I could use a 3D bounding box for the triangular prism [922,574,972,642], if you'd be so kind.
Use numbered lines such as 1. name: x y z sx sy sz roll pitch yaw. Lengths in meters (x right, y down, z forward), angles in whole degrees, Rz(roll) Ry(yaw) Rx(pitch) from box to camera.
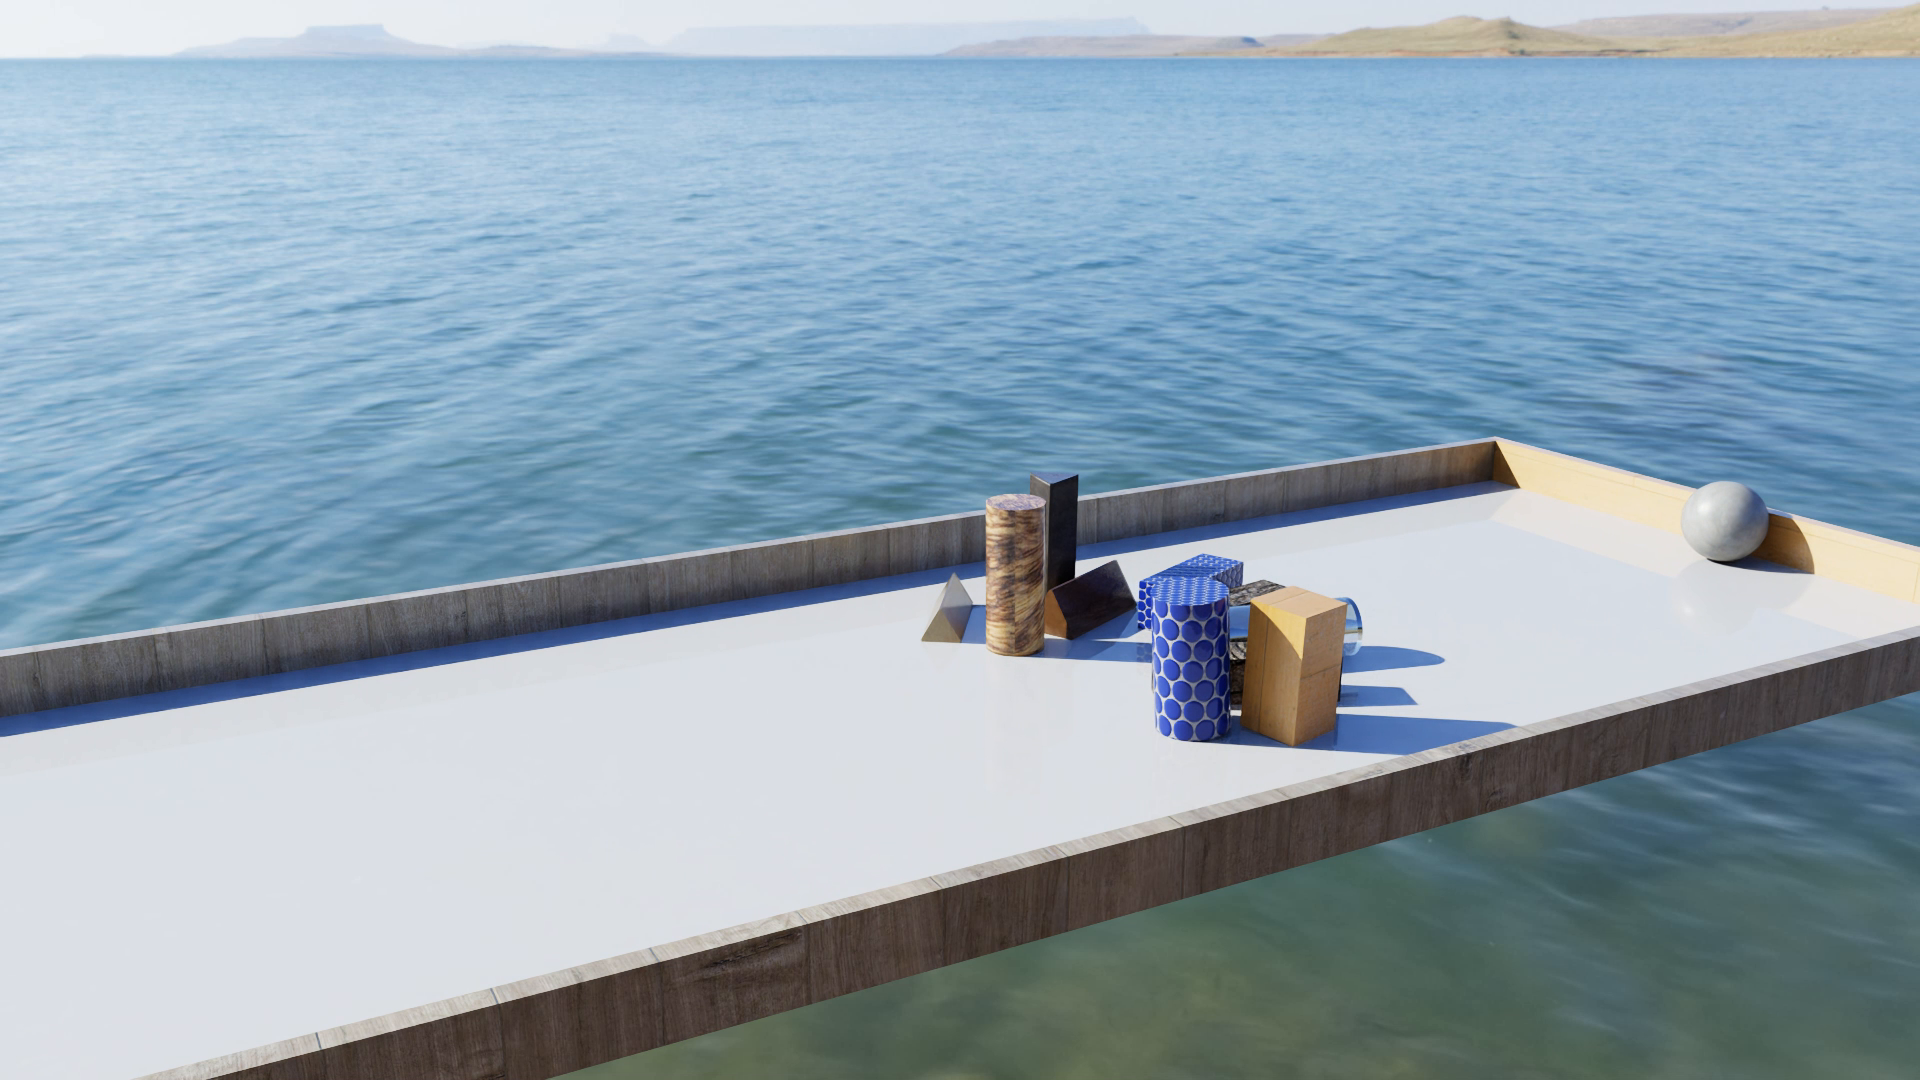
1. triangular prism: -0.034 0.182 4.564 0.105 0.091 0.328 1 16 6

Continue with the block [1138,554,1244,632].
1. block: 0.646 0.152 4.599 0.135 0.135 0.335 13 21 37

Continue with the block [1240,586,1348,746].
1. block: 0.769 0.288 3.807 0.155 0.313 0.155 -14 24 -40

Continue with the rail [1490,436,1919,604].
1. rail: 2.466 -0.048 5.253 0.050 0.150 2.100 -9 18 -27

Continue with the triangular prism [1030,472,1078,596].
1. triangular prism: 0.242 0.007 4.635 0.115 0.390 0.133 13 21 35

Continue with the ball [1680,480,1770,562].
1. ball: 2.369 -0.058 5.110 0.250 0.250 0.250 0 16 0

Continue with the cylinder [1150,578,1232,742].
1. cylinder: 0.533 0.274 3.806 0.178 0.334 0.178 -4 19 1

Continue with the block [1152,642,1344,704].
1. block: 0.700 0.326 4.039 0.443 0.117 0.117 -1 16 -4

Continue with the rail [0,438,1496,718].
1. rail: -3.305 0.497 3.399 12.000 0.150 0.050 -9 18 -27

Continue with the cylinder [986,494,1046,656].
1. cylinder: 0.146 0.092 4.330 0.156 0.400 0.156 0 17 0

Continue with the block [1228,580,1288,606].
1. block: 0.729 0.208 4.445 0.377 0.113 0.113 -12 20 -36

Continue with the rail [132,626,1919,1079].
1. rail: -2.336 1.006 1.665 12.000 0.150 0.050 -9 18 -27

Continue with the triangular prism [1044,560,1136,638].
1. triangular prism: 0.345 0.155 4.591 0.145 0.126 0.341 11 20 34

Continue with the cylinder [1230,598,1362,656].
1. cylinder: 0.835 0.238 4.272 0.376 0.154 0.154 -4 17 -13
